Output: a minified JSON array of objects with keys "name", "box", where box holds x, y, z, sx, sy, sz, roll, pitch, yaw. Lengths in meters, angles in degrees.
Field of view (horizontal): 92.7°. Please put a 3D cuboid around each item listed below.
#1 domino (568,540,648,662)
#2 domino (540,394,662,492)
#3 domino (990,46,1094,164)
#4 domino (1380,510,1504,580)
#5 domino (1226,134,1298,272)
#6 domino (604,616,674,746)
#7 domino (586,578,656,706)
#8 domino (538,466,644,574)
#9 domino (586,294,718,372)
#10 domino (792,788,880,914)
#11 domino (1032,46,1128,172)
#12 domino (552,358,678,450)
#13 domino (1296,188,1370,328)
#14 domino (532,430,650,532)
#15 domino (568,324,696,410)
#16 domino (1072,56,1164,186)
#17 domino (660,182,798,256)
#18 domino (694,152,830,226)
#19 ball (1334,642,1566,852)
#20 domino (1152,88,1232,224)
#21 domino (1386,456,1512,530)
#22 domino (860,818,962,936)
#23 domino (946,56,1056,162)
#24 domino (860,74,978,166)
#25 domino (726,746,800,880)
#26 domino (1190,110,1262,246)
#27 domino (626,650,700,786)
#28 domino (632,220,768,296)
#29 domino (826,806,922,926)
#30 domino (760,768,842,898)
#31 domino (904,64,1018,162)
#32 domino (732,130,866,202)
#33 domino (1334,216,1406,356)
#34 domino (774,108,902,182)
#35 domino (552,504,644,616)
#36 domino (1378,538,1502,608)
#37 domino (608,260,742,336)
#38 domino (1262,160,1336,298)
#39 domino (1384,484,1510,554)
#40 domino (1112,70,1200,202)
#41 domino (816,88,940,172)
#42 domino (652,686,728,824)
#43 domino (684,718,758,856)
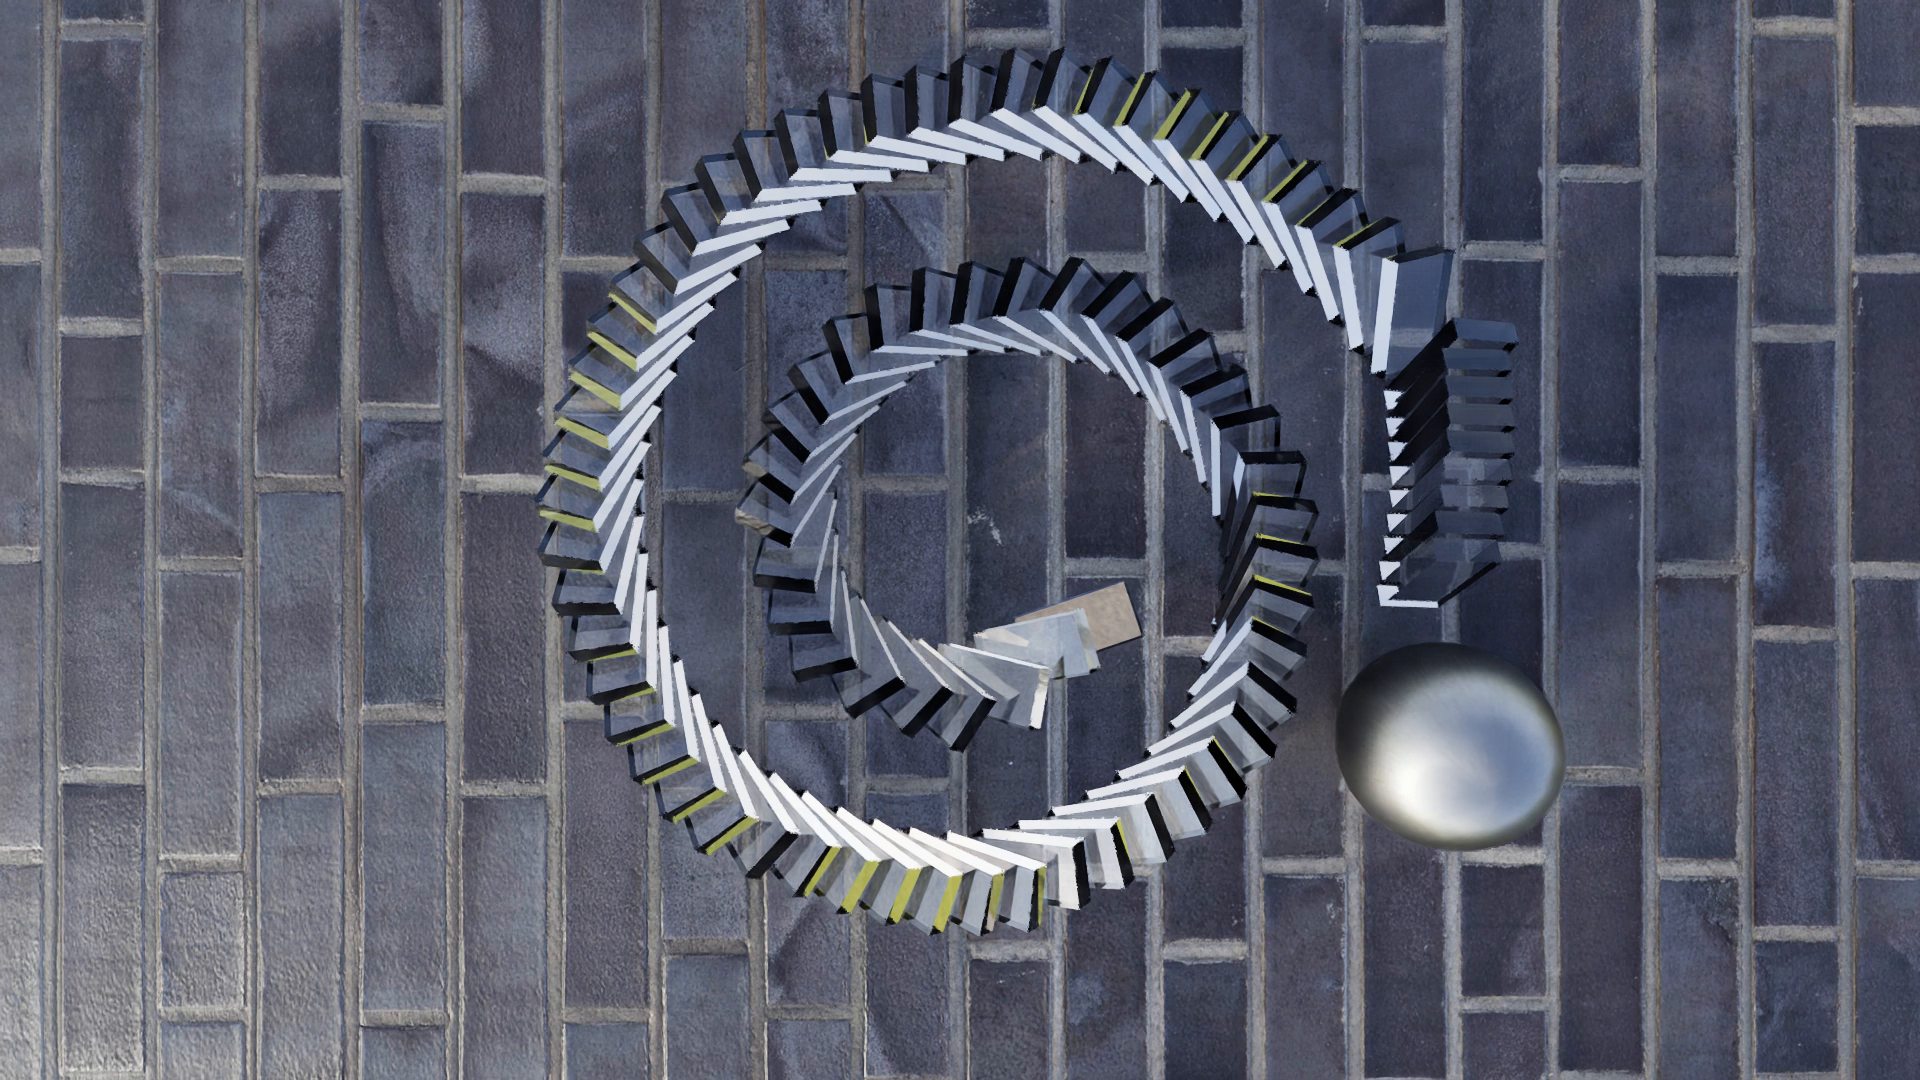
[{"name":"domino","box":[-0.146,0.025,0.382,0.025,0.009,0.050,-8,55,0]},{"name":"domino","box":[-0.148,-0.046,0.382,0.025,0.009,0.050,21,54,1]},{"name":"domino","box":[0.037,-0.180,0.382,0.050,0.009,0.025,12,90,-36]},{"name":"domino","box":[0.196,0.004,0.375,0.025,0.050,0.009,2,65,0]},{"name":"domino","box":[0.133,-0.140,0.382,0.025,0.010,0.050,-48,125,0]},{"name":"domino","box":[-0.134,0.058,0.382,0.025,0.009,0.050,-18,54,0]},{"name":"domino","box":[-0.141,0.042,0.382,0.025,0.010,0.050,-14,55,0]},{"name":"domino","box":[-0.153,-0.011,0.381,0.025,0.010,0.050,8,54,0]},{"name":"domino","box":[-0.128,-0.094,0.382,0.025,0.010,0.050,36,55,0]},{"name":"domino","box":[-0.058,0.129,0.382,0.050,0.009,0.025,30,90,36]},{"name":"domino","box":[0.054,-0.178,0.382,0.050,0.010,0.025,19,89,-36]},{"name":"domino","box":[-0.143,-0.062,0.382,0.025,0.009,0.050,27,55,0]},{"name":"domino","box":[0.160,-0.117,0.382,0.025,0.009,0.050,-38,125,0]},{"name":"domino","box":[-0.152,-0.029,0.381,0.025,0.010,0.050,17,54,1]},{"name":"domino","box":[-0.136,-0.079,0.382,0.025,0.010,0.050,32,55,0]},{"name":"domino","box":[0.071,-0.173,0.382,0.050,0.009,0.025,24,89,-35]},{"name":"domino","box":[-0.095,-0.137,0.381,0.050,0.010,0.025,-32,90,-36]},{"name":"domino","box":[-0.082,-0.148,0.381,0.050,0.010,0.025,-25,89,-36]},{"name":"ball","box":[0.190,0.080,0.360,0.080,0.080,0.080,0,90,0]},{"name":"domino","box":[0.104,-0.159,0.382,0.050,0.009,0.025,35,90,-35]},{"name":"domino","box":[0.199,-0.017,0.375,0.025,0.050,0.009,2,65,0]},{"name":"domino","box":[-0.025,0.139,0.381,0.050,0.010,0.025,20,91,36]},{"name":"domino","box":[0.019,-0.179,0.382,0.050,0.010,0.025,3,90,-35]},{"name":"domino","box":[-0.016,-0.174,0.382,0.050,0.010,0.025,-5,90,-35]},{"name":"domino","box":[-0.090,0.112,0.381,0.025,0.009,0.050,-47,53,0]},{"name":"domino","box":[0.119,-0.150,0.382,0.050,0.009,0.025,37,90,-35]},{"name":"domino","box":[-0.126,0.074,0.382,0.025,0.010,0.050,-23,54,0]},{"name":"domino","box":[-0.107,-0.123,0.381,0.025,0.009,0.050,47,54,0]},{"name":"domino","box":[-0.041,0.135,0.382,0.050,0.009,0.025,24,91,36]},{"name":"domino","box":[-0.074,0.121,0.382,0.050,0.010,0.025,35,90,36]},{"name":"domino","box":[0.001,-0.177,0.382,0.050,0.009,0.025,-2,90,-35]},{"name":"domino","box":[-0.066,-0.157,0.382,0.050,0.009,0.025,-20,89,-35]},{"name":"domino","box":[0.173,-0.105,0.382,0.025,0.009,0.050,-29,125,-2]},{"name":"domino","box":[-0.050,-0.164,0.382,0.050,0.009,0.025,-15,90,-35]},{"name":"domino","box":[-0.150,0.008,0.382,0.025,0.009,0.050,-1,54,0]},{"name":"domino","box":[0.195,0.014,0.375,0.025,0.050,0.010,2,65,0]},{"name":"domino","box":[-0.118,-0.109,0.382,0.025,0.010,0.050,41,55,0]},{"name":"domino","box":[0.147,-0.129,0.382,0.025,0.010,0.050,-43,125,0]},{"name":"domino","box":[0.198,-0.007,0.375,0.025,0.050,0.010,2,65,0]},{"name":"domino","box":[0.088,-0.167,0.382,0.050,0.010,0.025,29,90,-35]},{"name":"domino","box":[-0.033,-0.170,0.382,0.050,0.010,0.025,-10,90,-35]},{"name":"domino","box":[-0.116,0.088,0.381,0.025,0.009,0.050,-29,54,0]},{"name":"domino","box":[-0.105,0.102,0.381,0.025,0.010,0.050,-35,54,0]}]
